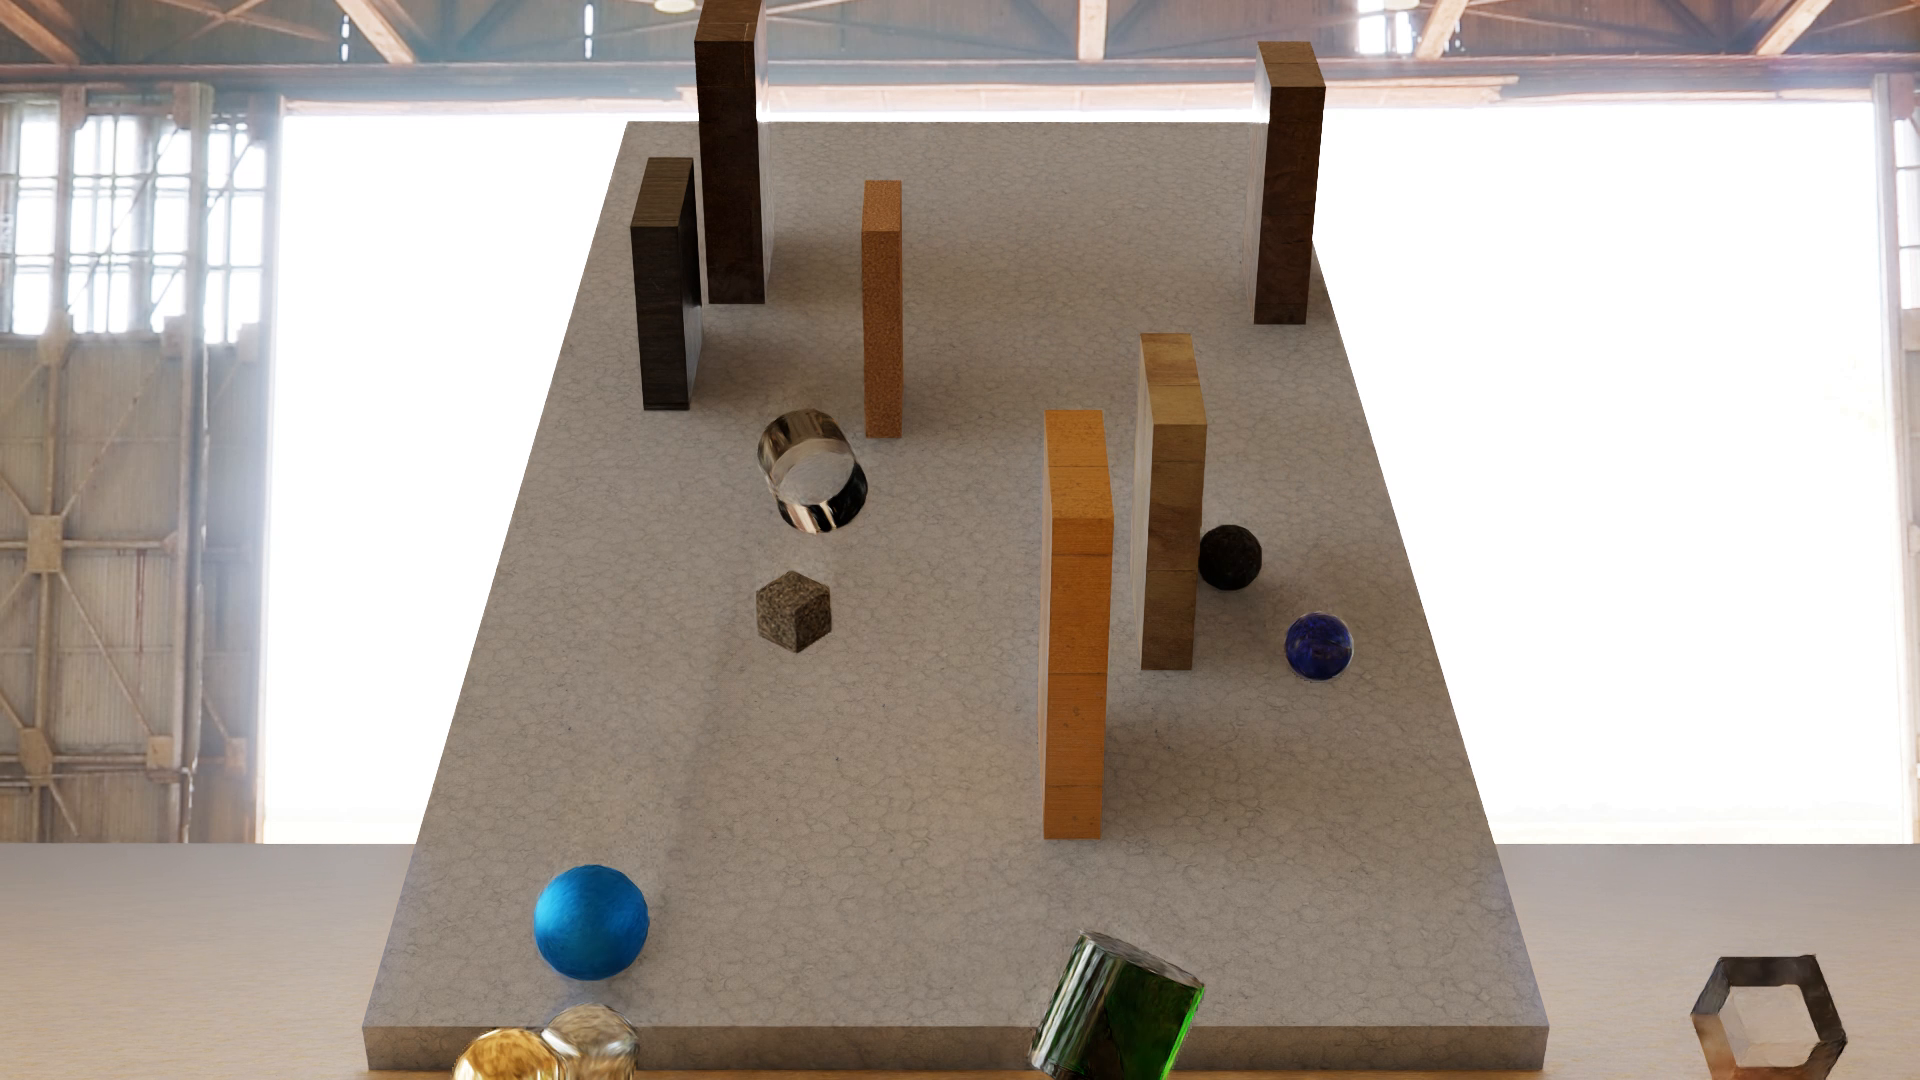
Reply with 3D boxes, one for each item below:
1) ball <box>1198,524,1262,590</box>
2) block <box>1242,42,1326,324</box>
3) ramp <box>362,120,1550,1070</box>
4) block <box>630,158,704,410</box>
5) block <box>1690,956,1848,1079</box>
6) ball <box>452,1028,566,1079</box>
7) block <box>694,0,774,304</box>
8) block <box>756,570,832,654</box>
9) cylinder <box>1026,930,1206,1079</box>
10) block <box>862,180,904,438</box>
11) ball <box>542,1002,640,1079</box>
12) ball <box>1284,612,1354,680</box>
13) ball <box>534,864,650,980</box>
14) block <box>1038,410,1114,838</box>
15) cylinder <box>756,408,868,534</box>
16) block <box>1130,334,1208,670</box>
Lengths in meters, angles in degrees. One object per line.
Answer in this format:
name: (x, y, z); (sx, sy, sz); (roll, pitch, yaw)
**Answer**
ball: (0.577, 0.038, 5.239); (0.143, 0.143, 0.143); (0, -7, 0)
block: (0.830, -0.919, 6.302); (0.135, 0.651, 0.315); (0, 32, 0)
ramp: (-0.015, -0.193, 5.837); (2.000, 0.100, 4.000); (0, 32, 0)
block: (-0.713, -0.629, 5.981); (0.110, 0.487, 0.409); (0, 32, 0)
block: (1.224, 0.739, 3.702); (0.152, 0.152, 0.152); (0, -45, -6)
ball: (-0.585, 0.708, 3.170); (0.148, 0.148, 0.148); (0, -7, 0)
block: (-0.587, -1.040, 6.421); (0.148, 0.722, 0.423); (0, 32, 0)
block: (-0.346, 0.150, 5.084); (0.109, 0.109, 0.109); (23, 38, 32)
cylinder: (0.222, 0.684, 3.472); (0.193, 0.193, 0.193); (24, 0, 0)
block: (-0.182, -0.548, 5.804); (0.086, 0.538, 0.287); (0, 32, 0)
ball: (-0.553, 0.764, 3.638); (0.149, 0.149, 0.149); (0, -7, 0)
ball: (0.728, 0.215, 4.956); (0.140, 0.140, 0.140); (0, -7, 0)
ball: (-0.631, 0.655, 4.183); (0.197, 0.197, 0.197); (0, -7, 0)
block: (0.208, 0.158, 4.517); (0.105, 0.697, 0.385); (0, 32, 0)
cylinder: (-0.333, -0.155, 5.484); (0.207, 0.207, 0.207); (3, 29, -21)
block: (0.423, -0.080, 5.017); (0.103, 0.575, 0.386); (0, 32, 0)
